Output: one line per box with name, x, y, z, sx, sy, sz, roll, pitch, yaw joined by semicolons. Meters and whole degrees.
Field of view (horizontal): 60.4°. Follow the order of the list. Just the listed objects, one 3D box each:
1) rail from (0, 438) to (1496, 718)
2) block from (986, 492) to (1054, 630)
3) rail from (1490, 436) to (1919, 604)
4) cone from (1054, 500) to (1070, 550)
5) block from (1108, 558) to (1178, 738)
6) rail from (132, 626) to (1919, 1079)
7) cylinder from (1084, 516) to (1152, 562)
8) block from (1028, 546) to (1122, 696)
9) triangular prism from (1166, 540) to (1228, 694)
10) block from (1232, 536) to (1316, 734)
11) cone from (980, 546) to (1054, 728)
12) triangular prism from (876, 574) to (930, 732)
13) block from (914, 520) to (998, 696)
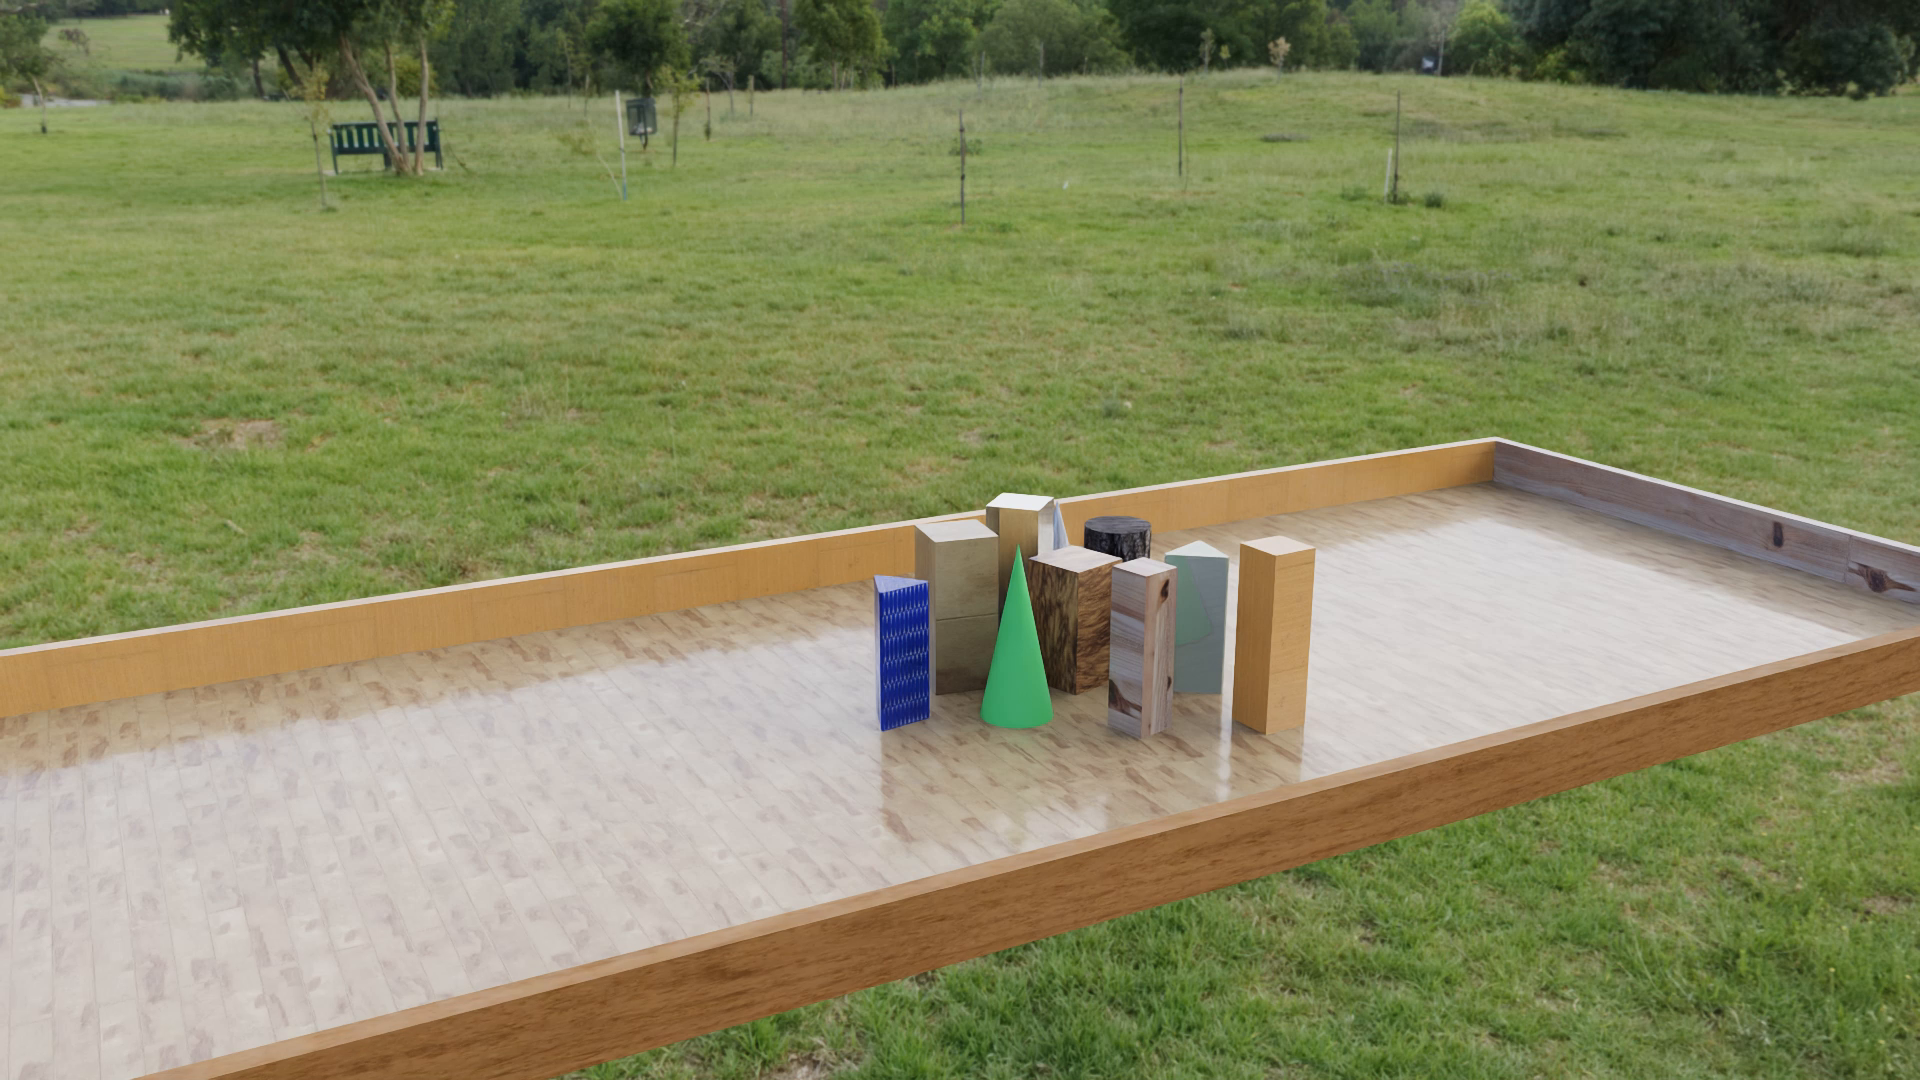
rail;-3.305;0.497;3.399;12.000;0.150;0.050;-9;18;-27
block;0.156;0.093;4.324;0.141;0.402;0.141;6;17;19
rail;2.466;-0.048;5.253;0.050;0.150;2.100;-9;18;-27
cone;0.270;0.045;4.620;0.178;0.329;0.178;0;16;0
block;0.421;0.249;3.813;0.105;0.392;0.105;-14;21;-39
rail;-2.336;1.006;1.665;12.000;0.150;0.050;-9;18;-27
cylinder;0.412;0.121;4.347;0.174;0.336;0.174;0;16;0
block;0.285;0.198;4.121;0.166;0.316;0.166;16;23;43
triangular prism;0.584;0.188;4.091;0.151;0.352;0.131;3;17;10
block;0.728;0.220;3.836;0.120;0.434;0.120;-10;19;-30
cone;0.136;0.212;3.880;0.176;0.426;0.176;0;16;0
triangular prism;-0.163;0.257;3.877;0.137;0.339;0.118;-12;20;-36
block;-0.009;0.165;4.098;0.162;0.393;0.162;-6;17;-18
